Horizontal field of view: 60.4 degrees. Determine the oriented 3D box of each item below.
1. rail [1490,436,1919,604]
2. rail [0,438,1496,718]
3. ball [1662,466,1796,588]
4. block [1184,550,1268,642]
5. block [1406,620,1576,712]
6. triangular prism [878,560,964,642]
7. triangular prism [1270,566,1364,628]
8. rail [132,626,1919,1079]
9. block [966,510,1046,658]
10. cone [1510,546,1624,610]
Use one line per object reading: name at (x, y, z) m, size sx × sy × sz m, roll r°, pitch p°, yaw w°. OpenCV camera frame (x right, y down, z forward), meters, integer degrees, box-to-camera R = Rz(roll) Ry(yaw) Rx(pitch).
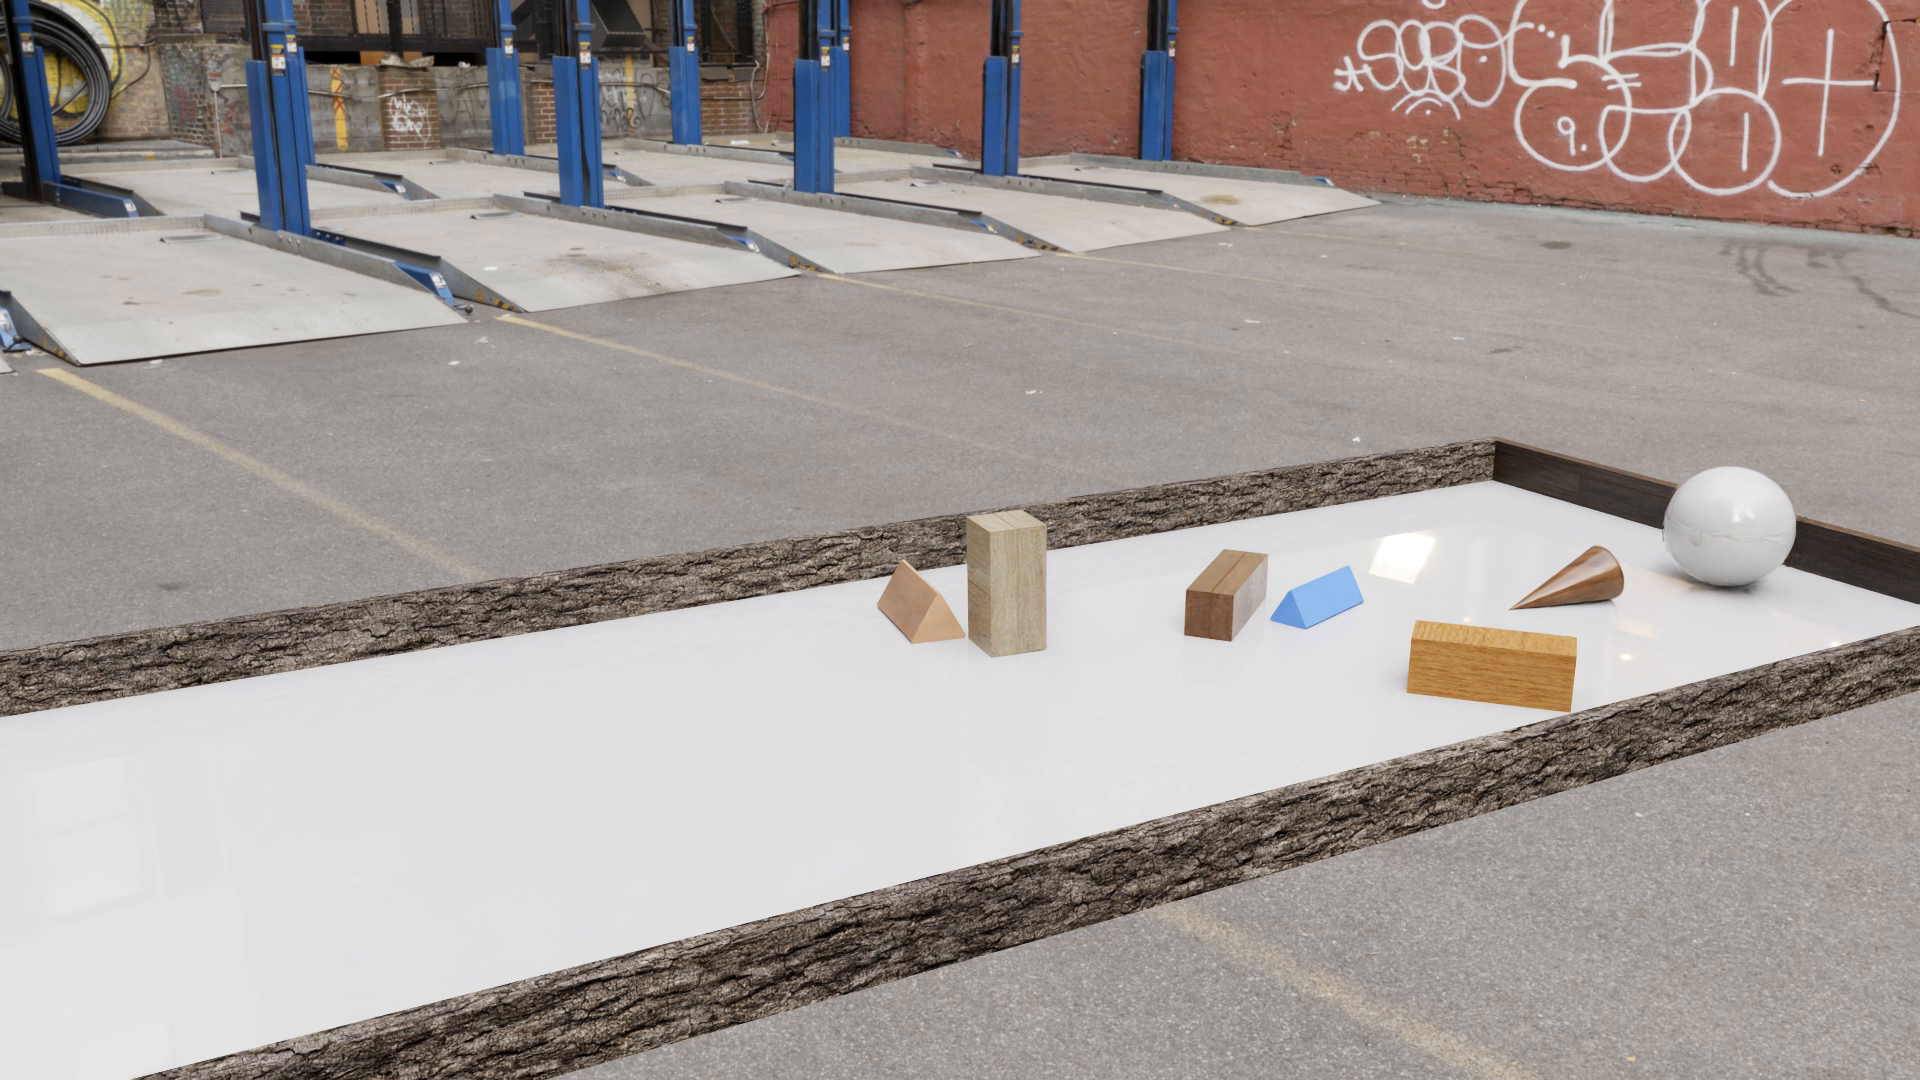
rail at (2.466, -0.048, 5.253) m, size 0.050 × 0.150 × 2.100 m, roll -9°, pitch 18°, yaw -27°
rail at (-3.305, 0.497, 3.399) m, size 12.000 × 0.150 × 0.050 m, roll -9°, pitch 18°, yaw -27°
ball at (2.264, -0.040, 4.858) m, size 0.357 × 0.357 × 0.357 m, roll 0°, pitch 16°, yaw 0°
block at (0.748, 0.150, 4.613) m, size 0.131 × 0.131 × 0.412 m, roll 7°, pitch 18°, yaw 22°
block at (1.306, 0.307, 4.053) m, size 0.381 × 0.144 × 0.144 m, roll 6°, pitch 17°, yaw 19°
triangular prism at (-0.110, 0.161, 4.559) m, size 0.152 × 0.132 × 0.324 m, roll -5°, pitch 17°, yaw -19°
triangular prism at (1.012, 0.153, 4.651) m, size 0.113 × 0.098 × 0.316 m, roll 15°, pitch 22°, yaw 40°
rail at (-2.336, 1.006, 1.665) m, size 12.000 × 0.150 × 0.050 m, roll -9°, pitch 18°, yaw -27°
block at (0.123, 0.114, 4.357) m, size 0.159 × 0.342 × 0.159 m, roll -8°, pitch 18°, yaw -21°
cone at (1.706, 0.146, 4.717) m, size 0.337 × 0.162 × 0.162 m, roll -19°, pitch 21°, yaw -14°
